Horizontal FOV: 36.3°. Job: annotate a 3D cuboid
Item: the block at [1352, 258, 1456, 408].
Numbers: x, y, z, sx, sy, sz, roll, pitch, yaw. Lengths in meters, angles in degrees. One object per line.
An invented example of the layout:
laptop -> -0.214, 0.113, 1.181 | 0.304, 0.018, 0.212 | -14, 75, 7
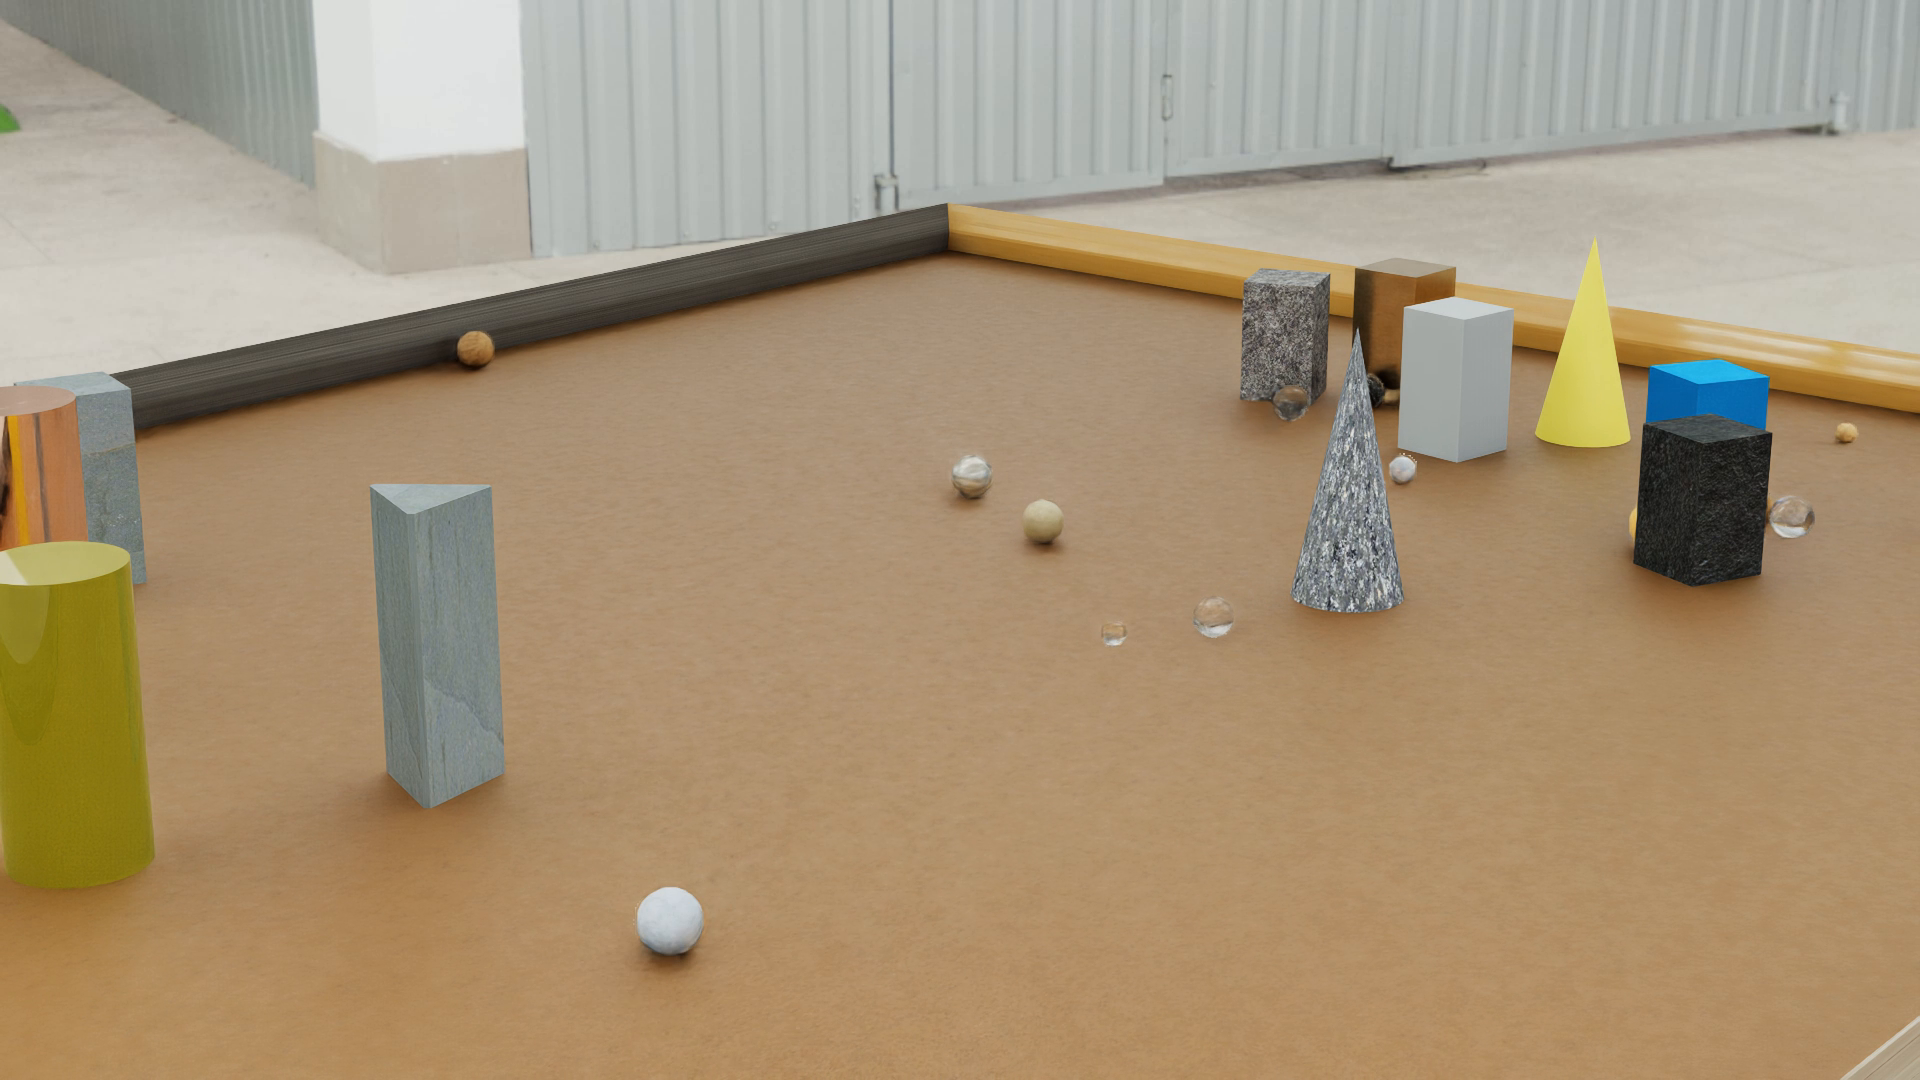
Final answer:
block -> 0.976, -0.456, 6.460 | 0.158, 0.293, 0.158 | 15, 22, 40

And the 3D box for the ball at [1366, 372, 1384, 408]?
ball -> 0.888, -0.326, 6.399 | 0.079, 0.079, 0.079 | 0, 17, 0

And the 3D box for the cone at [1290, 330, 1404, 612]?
cone -> 0.678, -0.134, 5.064 | 0.198, 0.481, 0.198 | 0, 17, 0

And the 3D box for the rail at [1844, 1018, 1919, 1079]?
rail -> 1.547, 0.420, 3.833 | 0.045, 0.129, 4.670 | 14, 22, 39

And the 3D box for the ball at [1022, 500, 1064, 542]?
ball -> 0.153, -0.035, 5.431 | 0.079, 0.079, 0.079 | 0, 17, 0

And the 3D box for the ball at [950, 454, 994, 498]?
ball -> 0.024, -0.124, 5.722 | 0.083, 0.083, 0.083 | 0, 17, 0

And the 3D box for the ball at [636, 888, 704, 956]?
ball -> -0.366, 0.482, 3.706 | 0.085, 0.085, 0.085 | 0, 17, 0

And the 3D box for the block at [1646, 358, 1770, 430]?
block -> 1.417, -0.186, 5.587 | 0.158, 0.279, 0.158 | -6, 18, -20

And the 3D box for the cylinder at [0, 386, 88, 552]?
cylinder -> -1.468, 0.011, 4.596 | 0.198, 0.473, 0.198 | 0, 17, 0

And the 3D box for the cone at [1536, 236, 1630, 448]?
cone -> 1.314, -0.426, 6.126 | 0.198, 0.428, 0.198 | 0, 17, 0

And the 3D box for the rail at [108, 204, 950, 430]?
rail -> -1.547, -0.355, 6.406 | 0.045, 0.129, 4.670 | 14, 22, 39

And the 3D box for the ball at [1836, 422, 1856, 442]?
ball -> 1.851, -0.224, 6.125 | 0.042, 0.042, 0.042 | 0, 17, 0

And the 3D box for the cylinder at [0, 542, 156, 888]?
cylinder -> -1.201, 0.233, 3.942 | 0.198, 0.425, 0.198 | 0, 17, 0

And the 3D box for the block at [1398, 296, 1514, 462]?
block -> 1.021, -0.332, 6.040 | 0.158, 0.297, 0.158 | -14, 22, -39

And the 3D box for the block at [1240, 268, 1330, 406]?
block -> 0.720, -0.451, 6.490 | 0.158, 0.265, 0.158 | 6, 18, 19

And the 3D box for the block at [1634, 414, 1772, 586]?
block -> 1.327, -0.073, 5.242 | 0.158, 0.262, 0.158 | -9, 19, -26

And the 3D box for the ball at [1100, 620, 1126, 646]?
ball -> 0.255, 0.155, 4.864 | 0.044, 0.044, 0.044 | 0, 17, 0

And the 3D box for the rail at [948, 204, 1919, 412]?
rail -> 1.515, -0.471, 6.791 | 4.146, 0.129, 0.045 | 14, 22, 39

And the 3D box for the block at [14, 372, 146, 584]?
block -> -1.553, -0.101, 5.175 | 0.158, 0.353, 0.158 | -11, 20, -31

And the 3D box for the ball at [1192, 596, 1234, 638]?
ball -> 0.424, 0.128, 4.908 | 0.069, 0.069, 0.069 | 0, 17, 0

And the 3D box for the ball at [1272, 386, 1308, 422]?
ball -> 0.709, -0.292, 6.295 | 0.074, 0.074, 0.074 | 0, 17, 0

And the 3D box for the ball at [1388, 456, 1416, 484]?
ball -> 0.879, -0.140, 5.825 | 0.053, 0.053, 0.053 | 0, 17, 0

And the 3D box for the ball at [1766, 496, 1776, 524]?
ball -> 1.525, -0.057, 5.550 | 0.054, 0.054, 0.054 | 0, 17, 0

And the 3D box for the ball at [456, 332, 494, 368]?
ball -> -1.118, -0.439, 6.762 | 0.085, 0.085, 0.085 | 0, 17, 0

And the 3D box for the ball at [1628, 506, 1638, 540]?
ball -> 1.276, -0.028, 5.386 | 0.093, 0.093, 0.093 | 0, 17, 0

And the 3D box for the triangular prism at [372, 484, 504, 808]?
triangular prism -> -0.779, 0.141, 4.225 | 0.148, 0.438, 0.171 | 10, 19, 30

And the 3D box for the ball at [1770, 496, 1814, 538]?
ball -> 1.547, -0.043, 5.458 | 0.079, 0.079, 0.079 | 0, 17, 0
